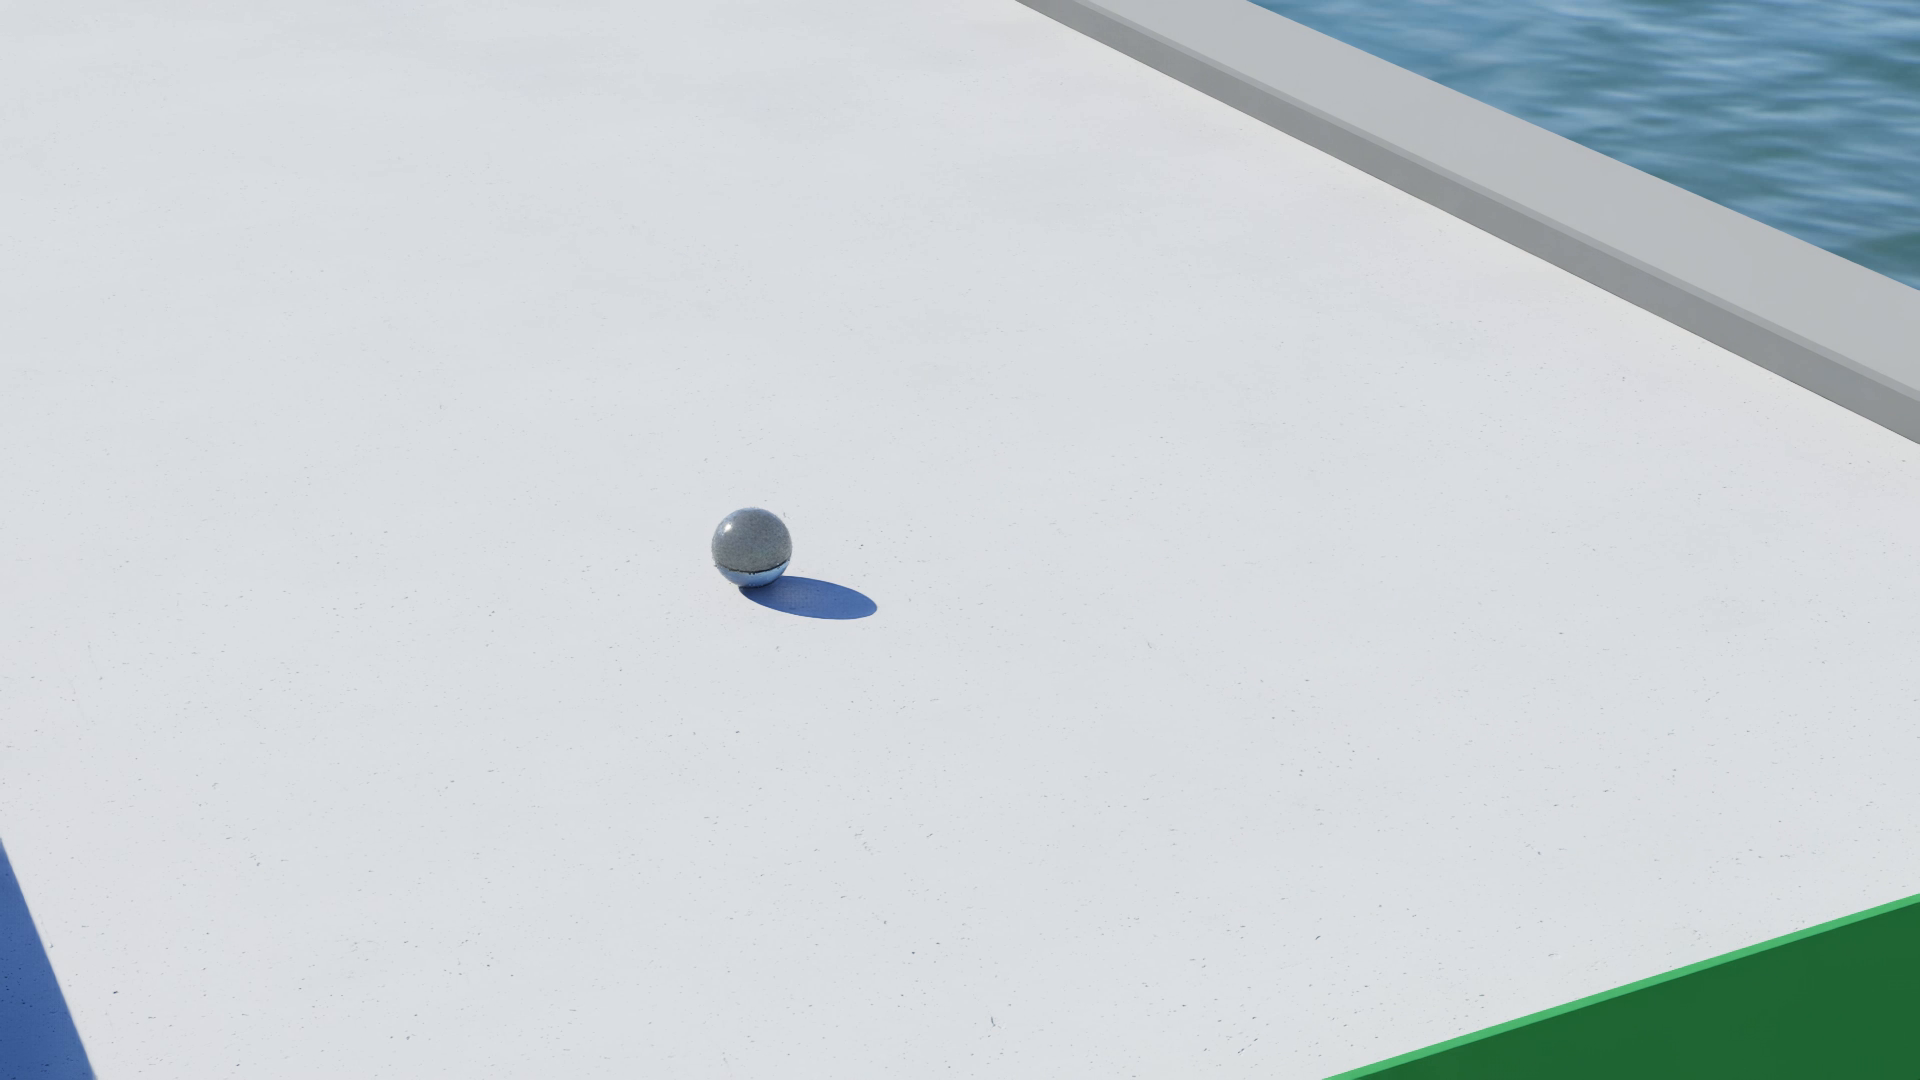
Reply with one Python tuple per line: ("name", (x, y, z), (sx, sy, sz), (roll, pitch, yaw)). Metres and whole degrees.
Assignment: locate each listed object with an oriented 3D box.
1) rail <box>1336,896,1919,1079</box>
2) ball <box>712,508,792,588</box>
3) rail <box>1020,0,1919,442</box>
("rail", (0.341, 0.260, 1.491), (1.611, 0.121, 0.045), (-12, 27, -24))
("ball", (-0.150, 0.006, 2.116), (0.058, 0.058, 0.058), (0, 25, 0))
("rail", (0.348, -0.468, 3.061), (0.045, 0.121, 3.136), (-12, 27, -24))
